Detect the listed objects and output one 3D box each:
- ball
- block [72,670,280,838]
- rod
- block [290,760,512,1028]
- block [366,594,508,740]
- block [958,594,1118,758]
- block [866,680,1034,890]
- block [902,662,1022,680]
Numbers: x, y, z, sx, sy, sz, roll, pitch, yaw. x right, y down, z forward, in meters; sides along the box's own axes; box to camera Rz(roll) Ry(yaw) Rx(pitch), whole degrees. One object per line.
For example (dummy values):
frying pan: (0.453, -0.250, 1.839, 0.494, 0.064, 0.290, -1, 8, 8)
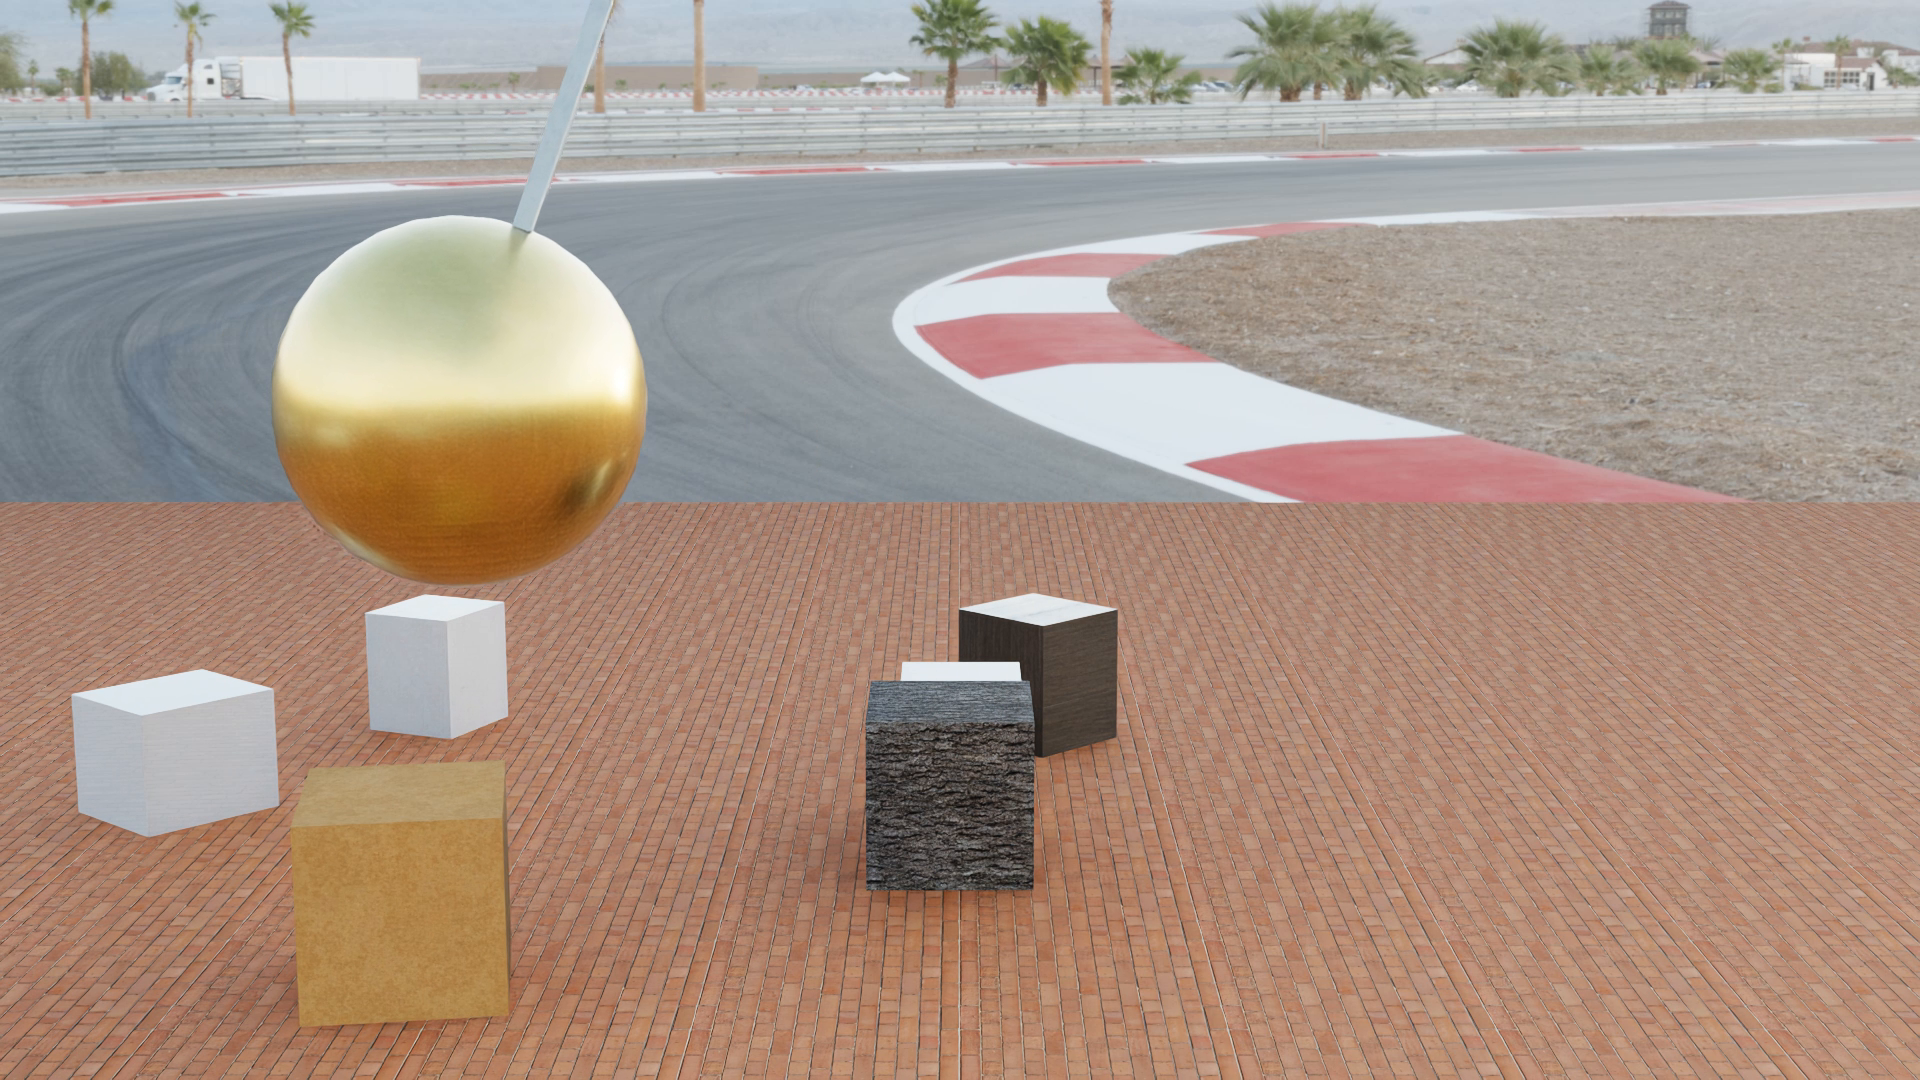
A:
ball: (-2.153, -0.595, 11.072, 1.600, 1.600, 1.600, 0, 10, 0)
block: (-3.775, 1.014, 12.358, 0.625, 0.584, 0.706, 9, 14, 41)
rod: (-0.933, -3.717, 10.504, 0.080, 5.200, 0.080, 21, 10, -4)
block: (-2.149, 1.353, 9.960, 0.768, 0.774, 0.823, -2, 10, -9)
block: (-2.850, 0.684, 13.997, 0.523, 0.646, 0.546, 4, 11, 23)
block: (0.415, 0.712, 13.691, 0.613, 0.701, 0.585, 10, 14, 44)
block: (-0.044, 1.087, 11.485, 0.729, 0.752, 0.776, 0, 10, 0)
block: (0.005, 0.989, 12.159, 0.563, 0.705, 0.585, 0, 10, 0)
